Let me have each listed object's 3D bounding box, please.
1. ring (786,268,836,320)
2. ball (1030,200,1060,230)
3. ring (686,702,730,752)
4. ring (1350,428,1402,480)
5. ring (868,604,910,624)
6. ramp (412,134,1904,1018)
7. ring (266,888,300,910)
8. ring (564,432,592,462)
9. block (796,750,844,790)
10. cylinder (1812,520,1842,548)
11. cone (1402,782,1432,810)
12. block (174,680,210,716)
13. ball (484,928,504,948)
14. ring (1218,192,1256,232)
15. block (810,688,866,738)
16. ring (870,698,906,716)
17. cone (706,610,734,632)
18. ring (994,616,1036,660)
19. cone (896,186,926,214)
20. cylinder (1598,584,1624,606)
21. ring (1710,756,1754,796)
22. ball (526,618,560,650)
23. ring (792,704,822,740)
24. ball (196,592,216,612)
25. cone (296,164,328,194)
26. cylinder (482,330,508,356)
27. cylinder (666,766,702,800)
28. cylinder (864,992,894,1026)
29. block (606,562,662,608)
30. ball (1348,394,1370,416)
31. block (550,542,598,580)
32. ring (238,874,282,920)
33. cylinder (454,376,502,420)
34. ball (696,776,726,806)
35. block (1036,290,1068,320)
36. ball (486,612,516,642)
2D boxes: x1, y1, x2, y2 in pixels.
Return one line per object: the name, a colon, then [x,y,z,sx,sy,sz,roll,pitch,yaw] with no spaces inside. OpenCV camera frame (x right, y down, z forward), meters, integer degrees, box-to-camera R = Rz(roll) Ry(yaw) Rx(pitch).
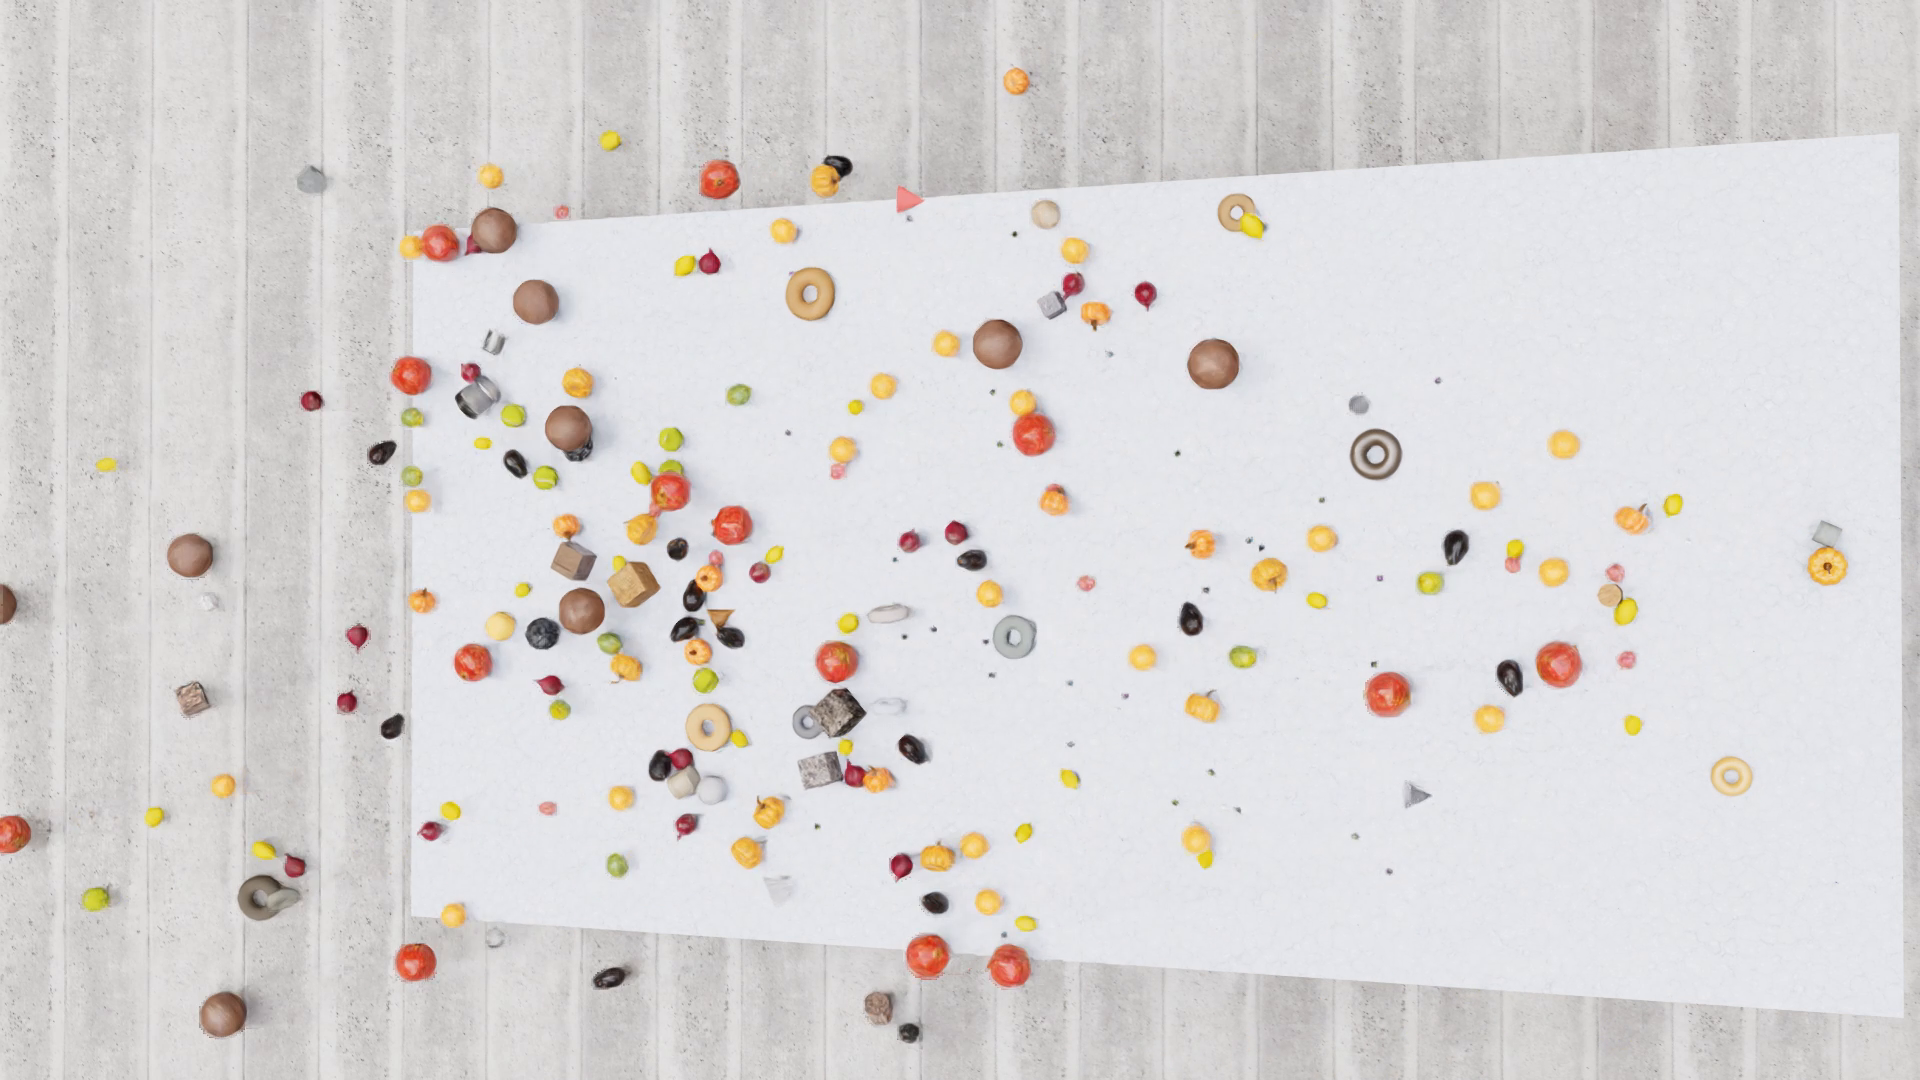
ring: [-0.404,-0.665,5.941,0.146,0.049,0.146,-1,88,22]
ball: [0.222,-0.841,5.683,0.078,0.078,0.078,0,89,0]
ring: [-0.691,0.514,6.040,0.134,0.045,0.134,-1,88,21]
ring: [1.018,-0.209,5.384,0.129,0.043,0.129,0,91,21]
ring: [-0.189,0.196,5.810,0.112,0.112,0.037,-8,96,0]
ramp: [0.282,0.088,5.743,4.000,0.100,2.000,0,89,21]
ring: [-1.975,1.047,6.415,0.097,0.097,0.032,-25,65,0]
ring: [-1.079,-0.262,6.200,0.089,0.030,0.089,-5,72,16]
block: [-0.374,0.618,5.894,0.082,0.082,0.082,-18,83,20]
cylinder: [1.974,-0.012,5.004,0.050,0.050,0.050,18,89,29]
cone: [1.117,0.620,5.341,0.068,0.068,0.068,2,89,-5]
block: [-2.253,0.466,6.452,0.071,0.071,0.071,-23,75,-14]
ball: [-1.344,1.150,6.348,0.058,0.058,0.058,0,89,0]
ring: [0.695,-0.823,5.523,0.098,0.033,0.098,0,91,22]
block: [-0.325,0.462,5.872,0.092,0.092,0.092,-44,75,15]
ring: [-0.190,0.440,5.812,0.094,0.094,0.031,-3,103,0]
cone: [-0.648,0.206,6.033,0.069,0.069,0.069,-29,89,-9]
ring: [0.141,0.253,5.722,0.115,0.038,0.115,0,90,20]
cone: [-0.127,-0.902,5.843,0.077,0.077,0.077,2,89,-5]
cylinder: [1.531,0.130,5.173,0.054,0.054,0.054,0,89,21]
ring: [1.784,0.547,5.082,0.094,0.031,0.094,0,89,22]
ball: [-1.179,0.265,6.206,0.093,0.093,0.093,0,89,0]
ring: [-0.410,0.492,5.937,0.094,0.031,0.094,0,91,21]
ball: [-2.222,0.185,6.486,0.057,0.057,0.057,0,89,0]
cone: [-1.917,-1.083,6.501,0.087,0.087,0.087,-17,50,0]
cylinder: [-1.330,-0.565,6.294,0.060,0.060,0.060,23,98,0]
cylinder: [-0.758,0.668,6.050,0.069,0.069,0.069,-32,89,18]
cylinder: [-0.238,1.375,6.448,0.073,0.073,0.073,-7,50,9]
block: [-0.905,0.124,6.103,0.090,0.090,0.090,-36,77,17]
ball: [0.980,-0.331,5.395,0.053,0.053,0.053,0,89,0]
block: [-1.085,0.061,6.179,0.080,0.080,0.080,28,99,19]
ring: [-2.061,1.054,6.481,0.135,0.045,0.135,0,90,1]
cylinder: [-1.379,-0.409,6.293,0.092,0.092,0.092,-34,89,18]
ball: [-0.680,0.685,6.013,0.080,0.080,0.080,0,89,0]
block: [0.239,-0.608,5.688,0.051,0.051,0.051,-30,79,18]
ball: [-1.309,0.246,6.263,0.083,0.083,0.083,0,89,0]
